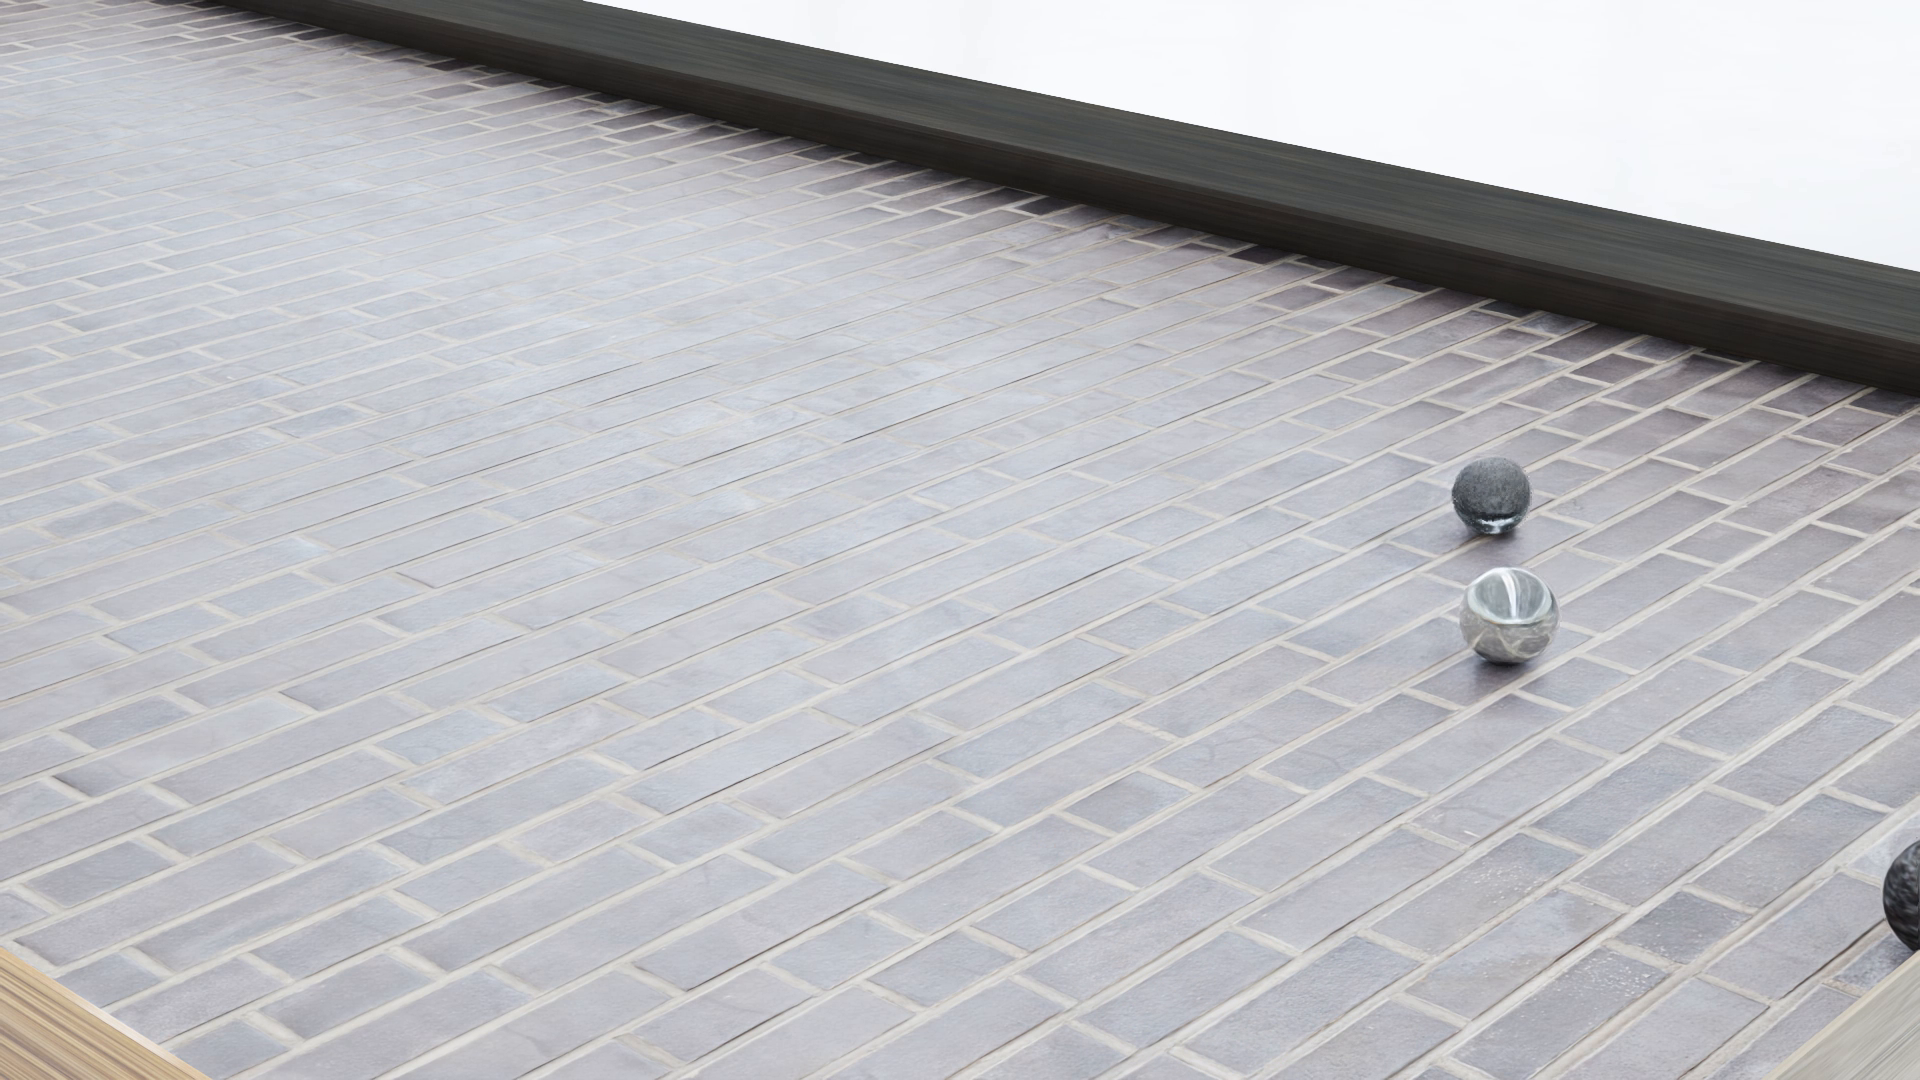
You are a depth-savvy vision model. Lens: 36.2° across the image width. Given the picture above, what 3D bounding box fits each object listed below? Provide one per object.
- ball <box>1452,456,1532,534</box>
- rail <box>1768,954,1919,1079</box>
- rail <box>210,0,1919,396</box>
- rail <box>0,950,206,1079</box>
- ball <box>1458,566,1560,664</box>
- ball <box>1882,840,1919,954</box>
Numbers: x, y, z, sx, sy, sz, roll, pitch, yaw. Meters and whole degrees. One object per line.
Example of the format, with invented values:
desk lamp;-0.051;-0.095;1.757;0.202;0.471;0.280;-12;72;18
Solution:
ball;0.482;-0.041;2.669;0.071;0.071;0.071;0;22;0
rail;0.729;0.218;1.935;0.045;0.130;2.060;19;28;39
rail;-0.068;-0.553;3.878;4.043;0.130;0.045;19;28;39
rail;-1.425;-0.005;2.496;4.043;0.130;0.045;19;28;39
ball;0.447;0.061;2.399;0.081;0.081;0.081;0;22;0
ball;0.655;0.237;1.951;0.084;0.084;0.084;0;22;0
